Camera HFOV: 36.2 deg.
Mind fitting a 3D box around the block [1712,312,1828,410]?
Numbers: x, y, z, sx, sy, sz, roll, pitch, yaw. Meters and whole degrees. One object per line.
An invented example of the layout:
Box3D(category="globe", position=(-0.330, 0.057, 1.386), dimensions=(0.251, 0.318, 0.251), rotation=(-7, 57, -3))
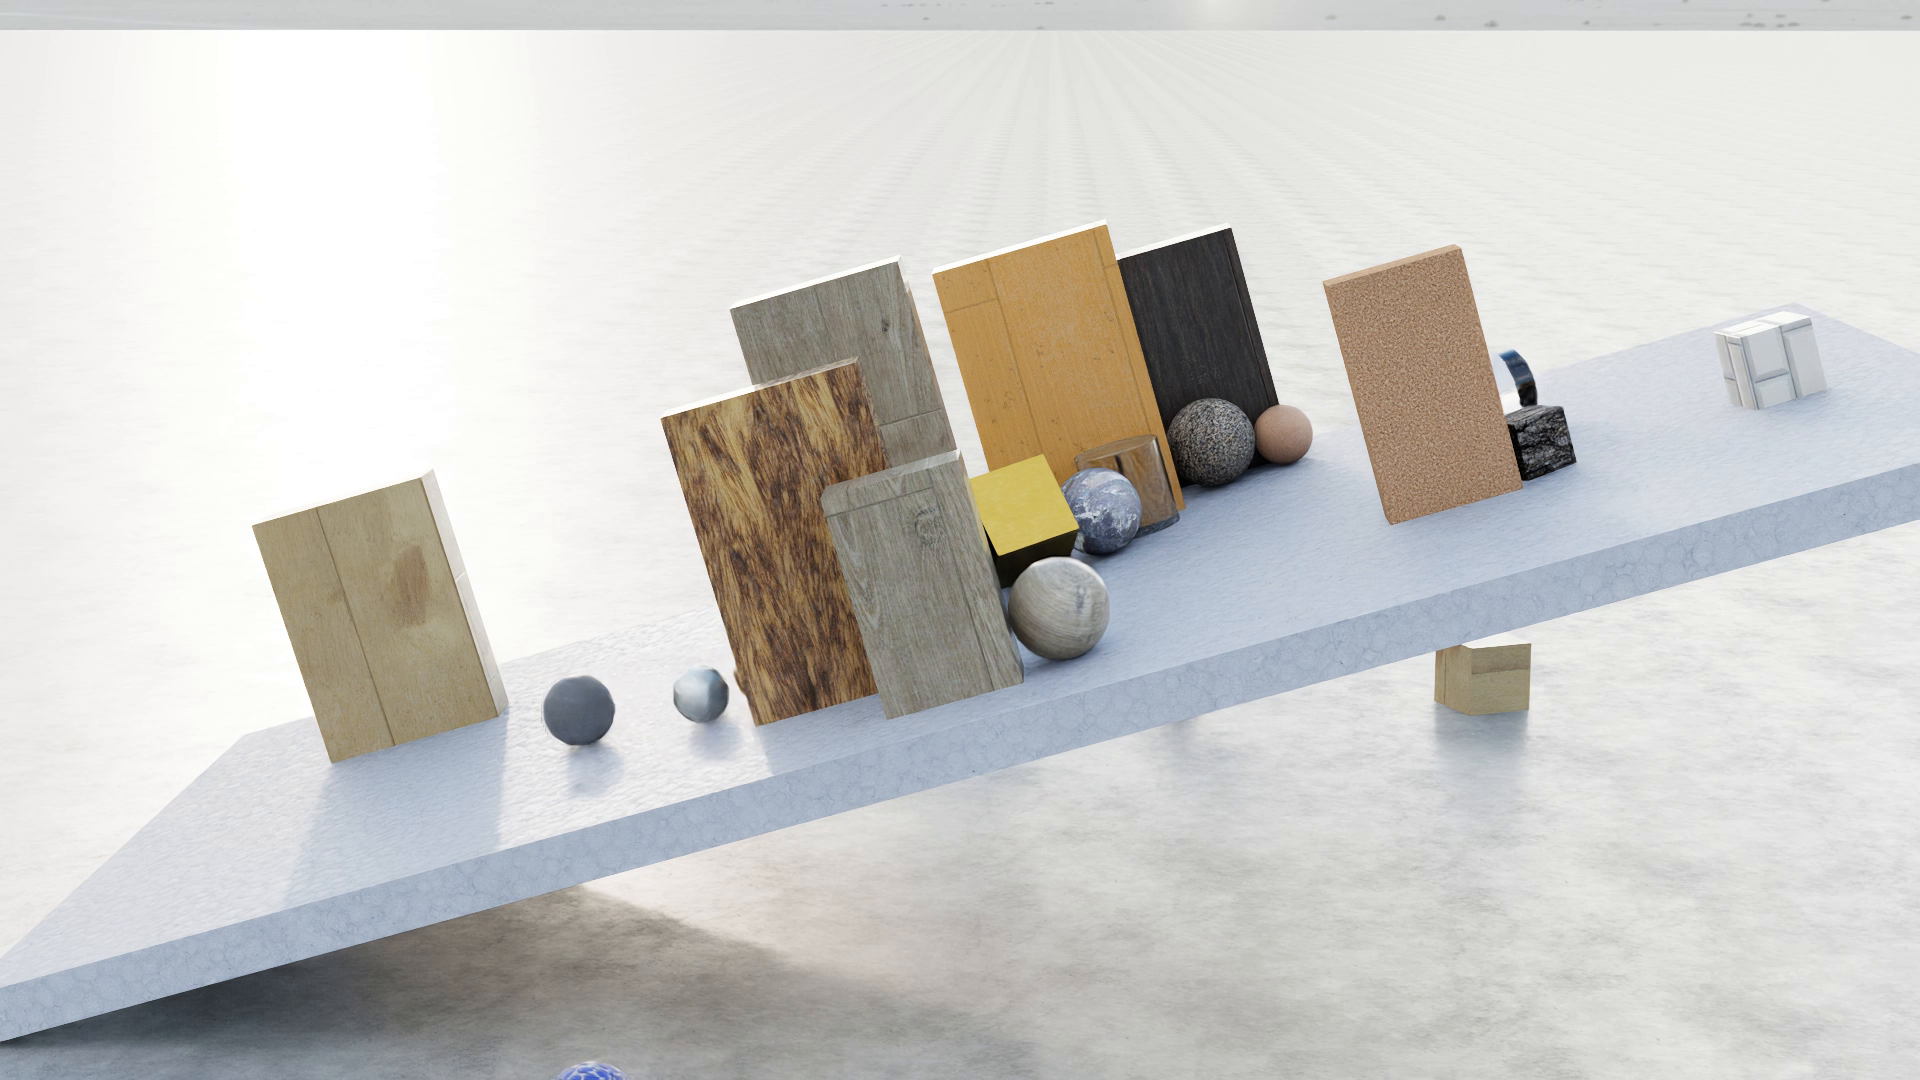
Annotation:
Box3D(category="block", position=(1.677, -0.372, 6.092), dimensions=(0.155, 0.155, 0.155), rotation=(-17, 10, -3))

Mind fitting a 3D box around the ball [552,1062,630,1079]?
Box3D(category="ball", position=(-0.621, 0.968, 4.944), dimensions=(0.179, 0.179, 0.179), rotation=(0, 11, 0))

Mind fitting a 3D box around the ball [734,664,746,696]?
Box3D(category="ball", position=(-0.393, 0.268, 5.974), dimensions=(0.131, 0.131, 0.131), rotation=(0, 11, 0))

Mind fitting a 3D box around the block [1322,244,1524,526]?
Box3D(category="block", position=(0.936, -0.315, 5.951), dimensions=(0.276, 0.504, 0.105), rotation=(-16, 10, 5))

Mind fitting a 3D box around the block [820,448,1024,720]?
Box3D(category="block", position=(-0.068, 0.083, 5.559), dimensions=(0.267, 0.440, 0.137), rotation=(-16, 10, 5))

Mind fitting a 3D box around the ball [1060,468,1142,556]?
Box3D(category="ball", position=(0.304, -0.063, 6.500), dimensions=(0.195, 0.195, 0.195), rotation=(0, 11, 0))

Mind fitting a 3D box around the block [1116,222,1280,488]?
Box3D(category="block", position=(0.517, -0.425, 7.073), dimensions=(0.425, 0.570, 0.145), rotation=(-16, 10, 5))

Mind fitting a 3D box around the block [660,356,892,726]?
Box3D(category="block", position=(-0.301, 0.003, 5.798), dimensions=(0.397, 0.641, 0.111), rotation=(-16, 10, 5))

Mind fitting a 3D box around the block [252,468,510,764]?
Box3D(category="block", position=(-1.322, 0.173, 6.729), dimensions=(0.405, 0.575, 0.132), rotation=(-16, 10, 5))

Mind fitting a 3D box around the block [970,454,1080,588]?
Box3D(category="block", position=(0.121, -0.034, 6.432), dimensions=(0.192, 0.192, 0.192), rotation=(-19, -22, -15))

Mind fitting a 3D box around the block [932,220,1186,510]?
Box3D(category="block", position=(0.230, -0.352, 6.805), dimensions=(0.413, 0.681, 0.141), rotation=(-16, 10, 5))

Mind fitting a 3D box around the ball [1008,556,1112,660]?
Box3D(category="ball", position=(0.189, 0.129, 5.598), dimensions=(0.197, 0.197, 0.197), rotation=(0, 11, 0))

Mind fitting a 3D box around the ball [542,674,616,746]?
Box3D(category="ball", position=(-0.791, 0.353, 6.102), dimensions=(0.149, 0.149, 0.149), rotation=(0, 11, 0))

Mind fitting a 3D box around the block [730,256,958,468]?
Box3D(category="block", position=(-0.196, -0.178, 6.253), dimensions=(0.366, 0.773, 0.138), rotation=(-16, 10, 5))

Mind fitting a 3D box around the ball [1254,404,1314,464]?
Box3D(category="ball", position=(0.764, -0.250, 6.952), dimensions=(0.142, 0.142, 0.142), rotation=(0, 11, 0))

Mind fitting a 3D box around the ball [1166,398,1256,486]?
Box3D(category="ball", position=(0.591, -0.230, 6.927), dimensions=(0.209, 0.209, 0.209), rotation=(0, 11, 0))

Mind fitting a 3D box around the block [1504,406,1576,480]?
Box3D(category="block", position=(1.172, -0.200, 6.055), dimensions=(0.121, 0.121, 0.121), rotation=(-20, 10, -20))

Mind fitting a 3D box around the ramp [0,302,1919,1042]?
Box3D(category="ramp", position=(0.088, 0.188, 6.322), dimensions=(4.000, 0.100, 2.000), rotation=(-16, 10, 5))

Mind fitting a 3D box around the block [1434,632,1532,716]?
Box3D(category="block", position=(1.448, 0.366, 8.150), dimensions=(0.189, 0.189, 0.189), rotation=(-4, 11, -22))

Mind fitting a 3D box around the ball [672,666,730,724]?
Box3D(category="ball", position=(-0.526, 0.314, 5.980), dimensions=(0.117, 0.117, 0.117), rotation=(0, 11, 0))

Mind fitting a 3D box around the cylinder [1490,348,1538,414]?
Box3D(category="cylinder", position=(1.188, -0.329, 6.633), dimensions=(0.164, 0.164, 0.164), rotation=(-19, 16, -15))

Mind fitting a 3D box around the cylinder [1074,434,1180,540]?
Box3D(category="cylinder", position=(0.379, -0.116, 6.673), dimensions=(0.196, 0.196, 0.196), rotation=(-16, 10, 3))
